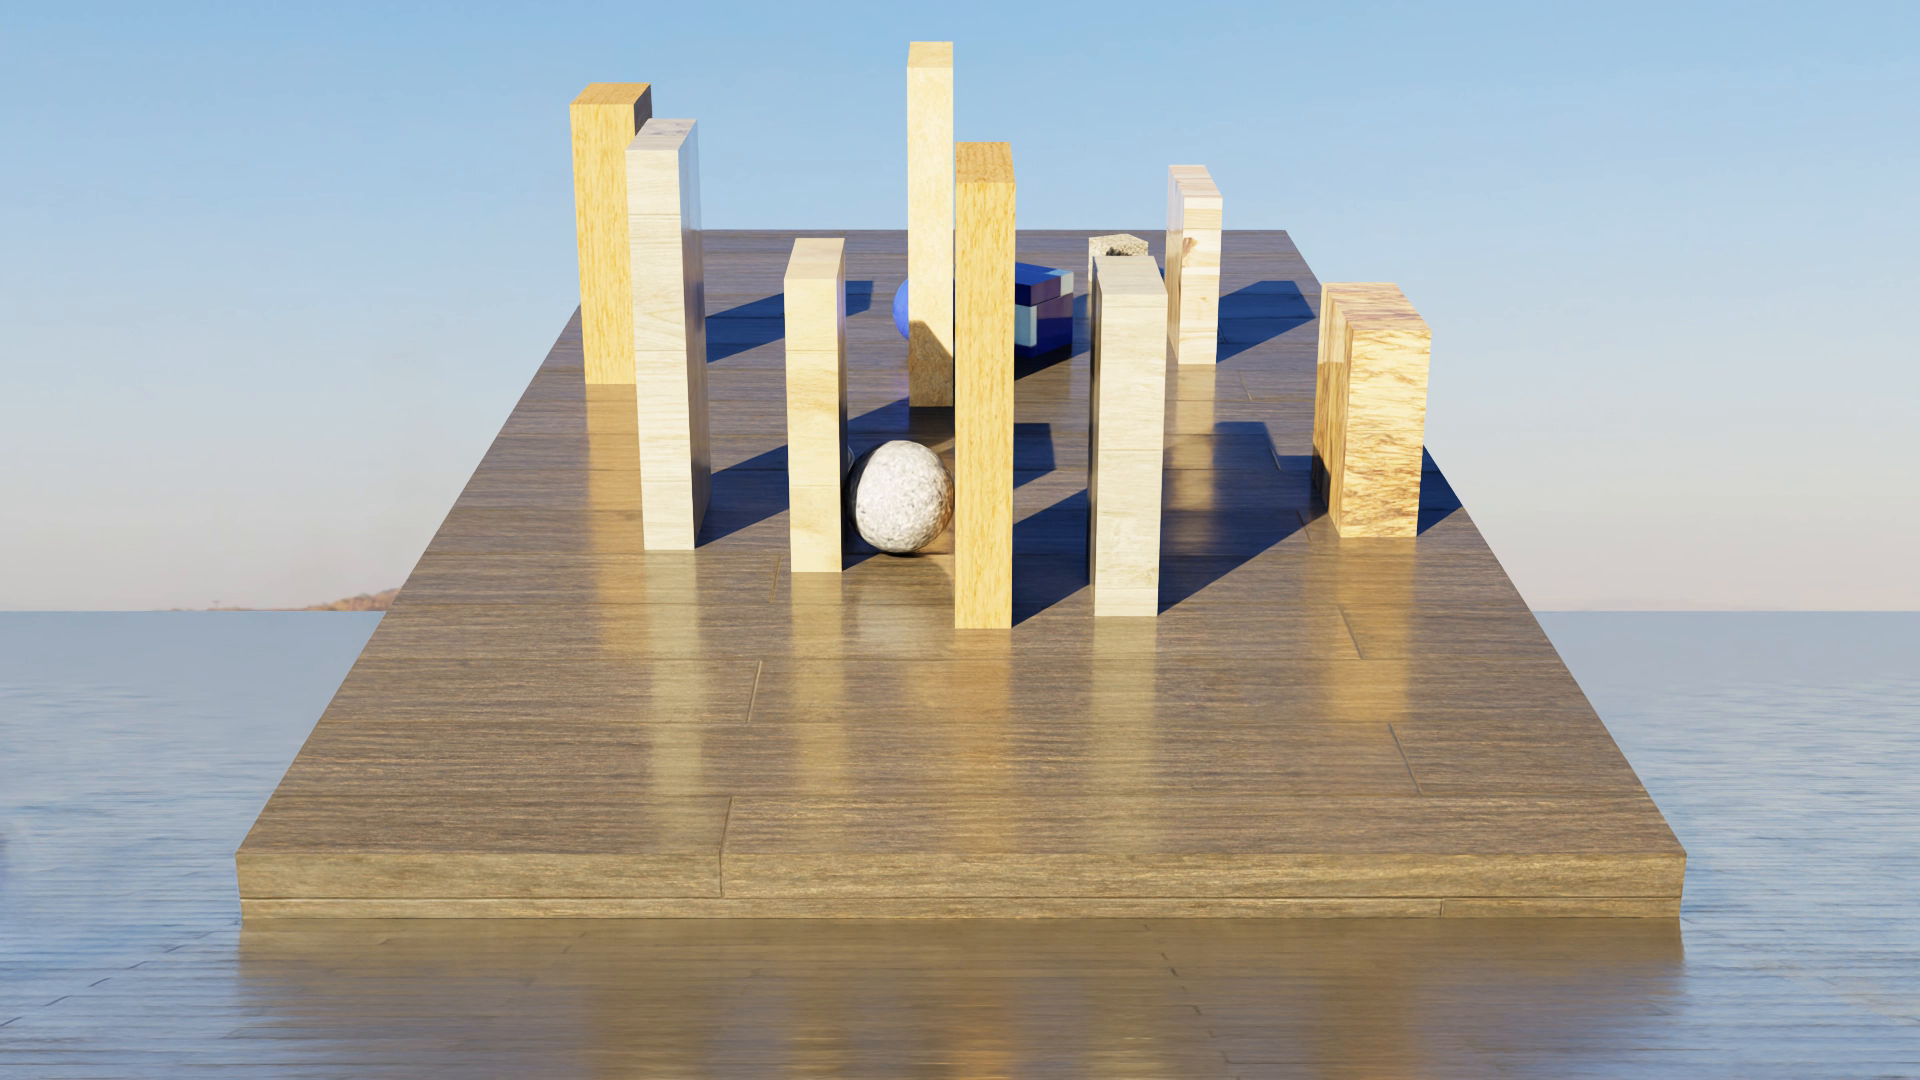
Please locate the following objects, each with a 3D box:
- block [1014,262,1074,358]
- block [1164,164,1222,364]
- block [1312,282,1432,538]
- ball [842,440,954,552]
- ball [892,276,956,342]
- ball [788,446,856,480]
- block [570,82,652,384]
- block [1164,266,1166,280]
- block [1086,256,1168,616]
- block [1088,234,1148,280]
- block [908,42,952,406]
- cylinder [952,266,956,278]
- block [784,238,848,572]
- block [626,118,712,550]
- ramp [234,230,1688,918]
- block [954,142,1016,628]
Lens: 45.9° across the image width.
[{"bbox_3d":[0.153,-0.569,5.599,0.181,0.181,0.181,15,25,34],"label":"block"},{"bbox_3d":[0.571,-0.685,5.592,0.089,0.404,0.409,0,20,0],"label":"block"},{"bbox_3d":[0.797,-0.260,4.429,0.144,0.406,0.373,0,20,0],"label":"block"},{"bbox_3d":[-0.113,-0.081,4.212,0.209,0.209,0.209,0,-2,0],"label":"ball"},{"bbox_3d":[-0.070,-0.565,5.570,0.193,0.193,0.193,0,-2,0],"label":"ball"},{"bbox_3d":[-0.274,-0.143,4.494,0.138,0.138,0.138,0,-2,0],"label":"ball"},{"bbox_3d":[-0.803,-0.724,5.335,0.142,0.649,0.316,0,20,0],"label":"block"},{"bbox_3d":[0.585,-0.639,5.890,0.114,0.114,0.114,1,20,4],"label":"block"},{"bbox_3d":[0.288,-0.185,3.979,0.108,0.573,0.282,0,20,0],"label":"block"},{"bbox_3d":[0.434,-0.766,6.227,0.118,0.118,0.118,-9,22,-24],"label":"block"},{"bbox_3d":[-0.066,-0.728,5.191,0.098,0.758,0.406,0,20,0],"label":"block"},{"bbox_3d":[0.018,-0.610,5.724,0.172,0.172,0.172,-1,17,31],"label":"cylinder"},{"bbox_3d":[-0.263,-0.255,4.206,0.091,0.546,0.327,0,20,0],"label":"block"},{"bbox_3d":[-0.545,-0.391,4.282,0.093,0.750,0.332,0,20,0],"label":"block"},{"bbox_3d":[-0.005,-0.208,5.019,2.000,0.100,4.000,0,20,0],"label":"ramp"},{"bbox_3d":[0.040,-0.273,3.932,0.096,0.770,0.367,0,20,0],"label":"block"}]
